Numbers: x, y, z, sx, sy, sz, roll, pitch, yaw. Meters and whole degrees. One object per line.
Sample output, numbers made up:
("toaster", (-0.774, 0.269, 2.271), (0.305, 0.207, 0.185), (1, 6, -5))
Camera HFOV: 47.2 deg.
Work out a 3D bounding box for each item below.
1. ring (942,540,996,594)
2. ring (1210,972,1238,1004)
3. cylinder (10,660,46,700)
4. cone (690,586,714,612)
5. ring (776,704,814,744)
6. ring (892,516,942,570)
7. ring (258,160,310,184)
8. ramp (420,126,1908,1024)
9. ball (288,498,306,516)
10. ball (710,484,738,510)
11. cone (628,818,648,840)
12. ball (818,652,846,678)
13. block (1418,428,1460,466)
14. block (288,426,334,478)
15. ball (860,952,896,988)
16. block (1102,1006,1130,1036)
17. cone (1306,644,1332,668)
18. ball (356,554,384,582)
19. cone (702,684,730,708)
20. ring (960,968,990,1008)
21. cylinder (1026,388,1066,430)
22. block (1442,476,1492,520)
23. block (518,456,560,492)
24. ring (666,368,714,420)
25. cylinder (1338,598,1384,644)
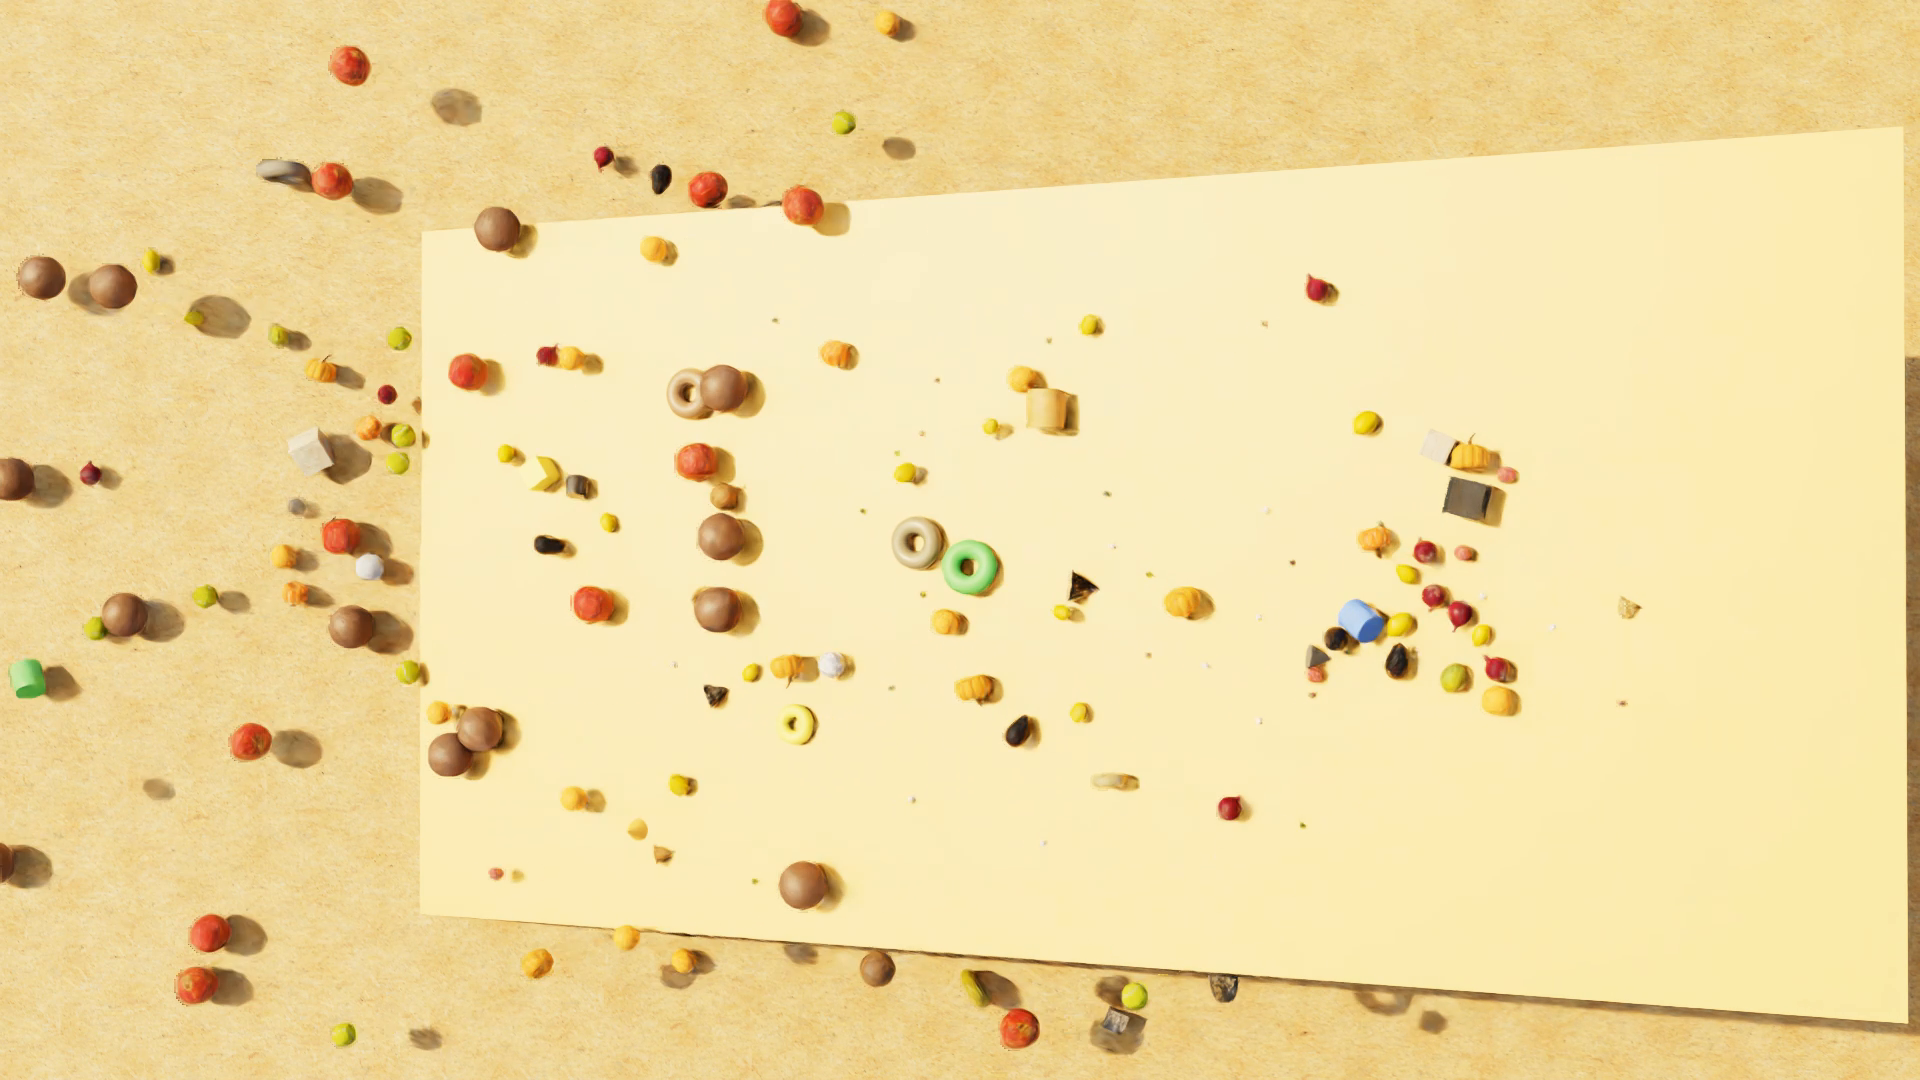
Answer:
("ring", (0.024, 0.071, 5.741), (0.147, 0.049, 0.147), (-2, 77, 10))
("ring", (0.722, 1.204, 6.011), (0.042, 0.125, 0.125), (3, 89, -20))
("cylinder", (-2.745, 0.410, 6.478), (0.086, 0.086, 0.086), (-24, 64, 0))
("cone", (-0.725, 0.162, 6.051), (0.070, 0.070, 0.070), (0, 89, 23))
("ring", (-0.446, 0.499, 5.949), (0.110, 0.037, 0.110), (-1, 89, 24))
("ring", (-0.115, 0.007, 5.810), (0.143, 0.048, 0.143), (0, 90, 24))
("ring", (-1.993, -1.085, 6.482), (0.146, 0.146, 0.049), (0, 87, 0))
("ramp", (0.283, 0.085, 5.722), (4.000, 0.100, 2.000), (0, 89, 23))
("ball", (-1.965, -0.098, 6.516), (0.055, 0.055, 0.055), (0, 89, 0))
("ball", (-0.647, -0.118, 6.019), (0.075, 0.075, 0.075), (0, 89, 0))
("cone", (-0.912, 0.810, 6.126), (0.063, 0.063, 0.063), (0, 89, 23))
("ball", (-0.344, 0.333, 5.889), (0.072, 0.072, 0.072), (0, 89, 0))
("block", (1.150, -0.222, 5.273), (0.067, 0.067, 0.067), (27, 99, 21))
("block", (-1.911, -0.260, 6.481), (0.093, 0.093, 0.093), (-25, 121, 0))
("ball", (-0.220, 1.145, 5.861), (0.096, 0.096, 0.096), (0, 89, 0))
("block", (0.460, 1.420, 6.495), (0.058, 0.058, 0.058), (22, 89, 0))
("cone", (0.885, 0.288, 5.399), (0.062, 0.062, 0.062), (7, 89, -4))
("ball", (-1.740, 0.081, 6.482), (0.082, 0.082, 0.082), (0, 89, 0))
("cone", (-0.662, 0.419, 6.043), (0.070, 0.070, 0.070), (-18, 89, -5))
("ring", (0.045, 1.317, 6.462), (0.043, 0.128, 0.128), (-32, 89, 1))
("cylinder", (0.221, -0.336, 5.646), (0.098, 0.098, 0.098), (2, 90, 0))
("block", (1.208, -0.099, 5.236), (0.087, 0.087, 0.087), (15, 95, 22))
("block", (-1.196, -0.189, 6.252), (0.071, 0.071, 0.071), (-35, 77, 19))
("ring", (-0.747, -0.406, 6.080), (0.144, 0.048, 0.144), (-1, 88, 24))
("cylinder", (0.969, 0.196, 5.321), (0.080, 0.080, 0.080), (-45, 46, -1))
